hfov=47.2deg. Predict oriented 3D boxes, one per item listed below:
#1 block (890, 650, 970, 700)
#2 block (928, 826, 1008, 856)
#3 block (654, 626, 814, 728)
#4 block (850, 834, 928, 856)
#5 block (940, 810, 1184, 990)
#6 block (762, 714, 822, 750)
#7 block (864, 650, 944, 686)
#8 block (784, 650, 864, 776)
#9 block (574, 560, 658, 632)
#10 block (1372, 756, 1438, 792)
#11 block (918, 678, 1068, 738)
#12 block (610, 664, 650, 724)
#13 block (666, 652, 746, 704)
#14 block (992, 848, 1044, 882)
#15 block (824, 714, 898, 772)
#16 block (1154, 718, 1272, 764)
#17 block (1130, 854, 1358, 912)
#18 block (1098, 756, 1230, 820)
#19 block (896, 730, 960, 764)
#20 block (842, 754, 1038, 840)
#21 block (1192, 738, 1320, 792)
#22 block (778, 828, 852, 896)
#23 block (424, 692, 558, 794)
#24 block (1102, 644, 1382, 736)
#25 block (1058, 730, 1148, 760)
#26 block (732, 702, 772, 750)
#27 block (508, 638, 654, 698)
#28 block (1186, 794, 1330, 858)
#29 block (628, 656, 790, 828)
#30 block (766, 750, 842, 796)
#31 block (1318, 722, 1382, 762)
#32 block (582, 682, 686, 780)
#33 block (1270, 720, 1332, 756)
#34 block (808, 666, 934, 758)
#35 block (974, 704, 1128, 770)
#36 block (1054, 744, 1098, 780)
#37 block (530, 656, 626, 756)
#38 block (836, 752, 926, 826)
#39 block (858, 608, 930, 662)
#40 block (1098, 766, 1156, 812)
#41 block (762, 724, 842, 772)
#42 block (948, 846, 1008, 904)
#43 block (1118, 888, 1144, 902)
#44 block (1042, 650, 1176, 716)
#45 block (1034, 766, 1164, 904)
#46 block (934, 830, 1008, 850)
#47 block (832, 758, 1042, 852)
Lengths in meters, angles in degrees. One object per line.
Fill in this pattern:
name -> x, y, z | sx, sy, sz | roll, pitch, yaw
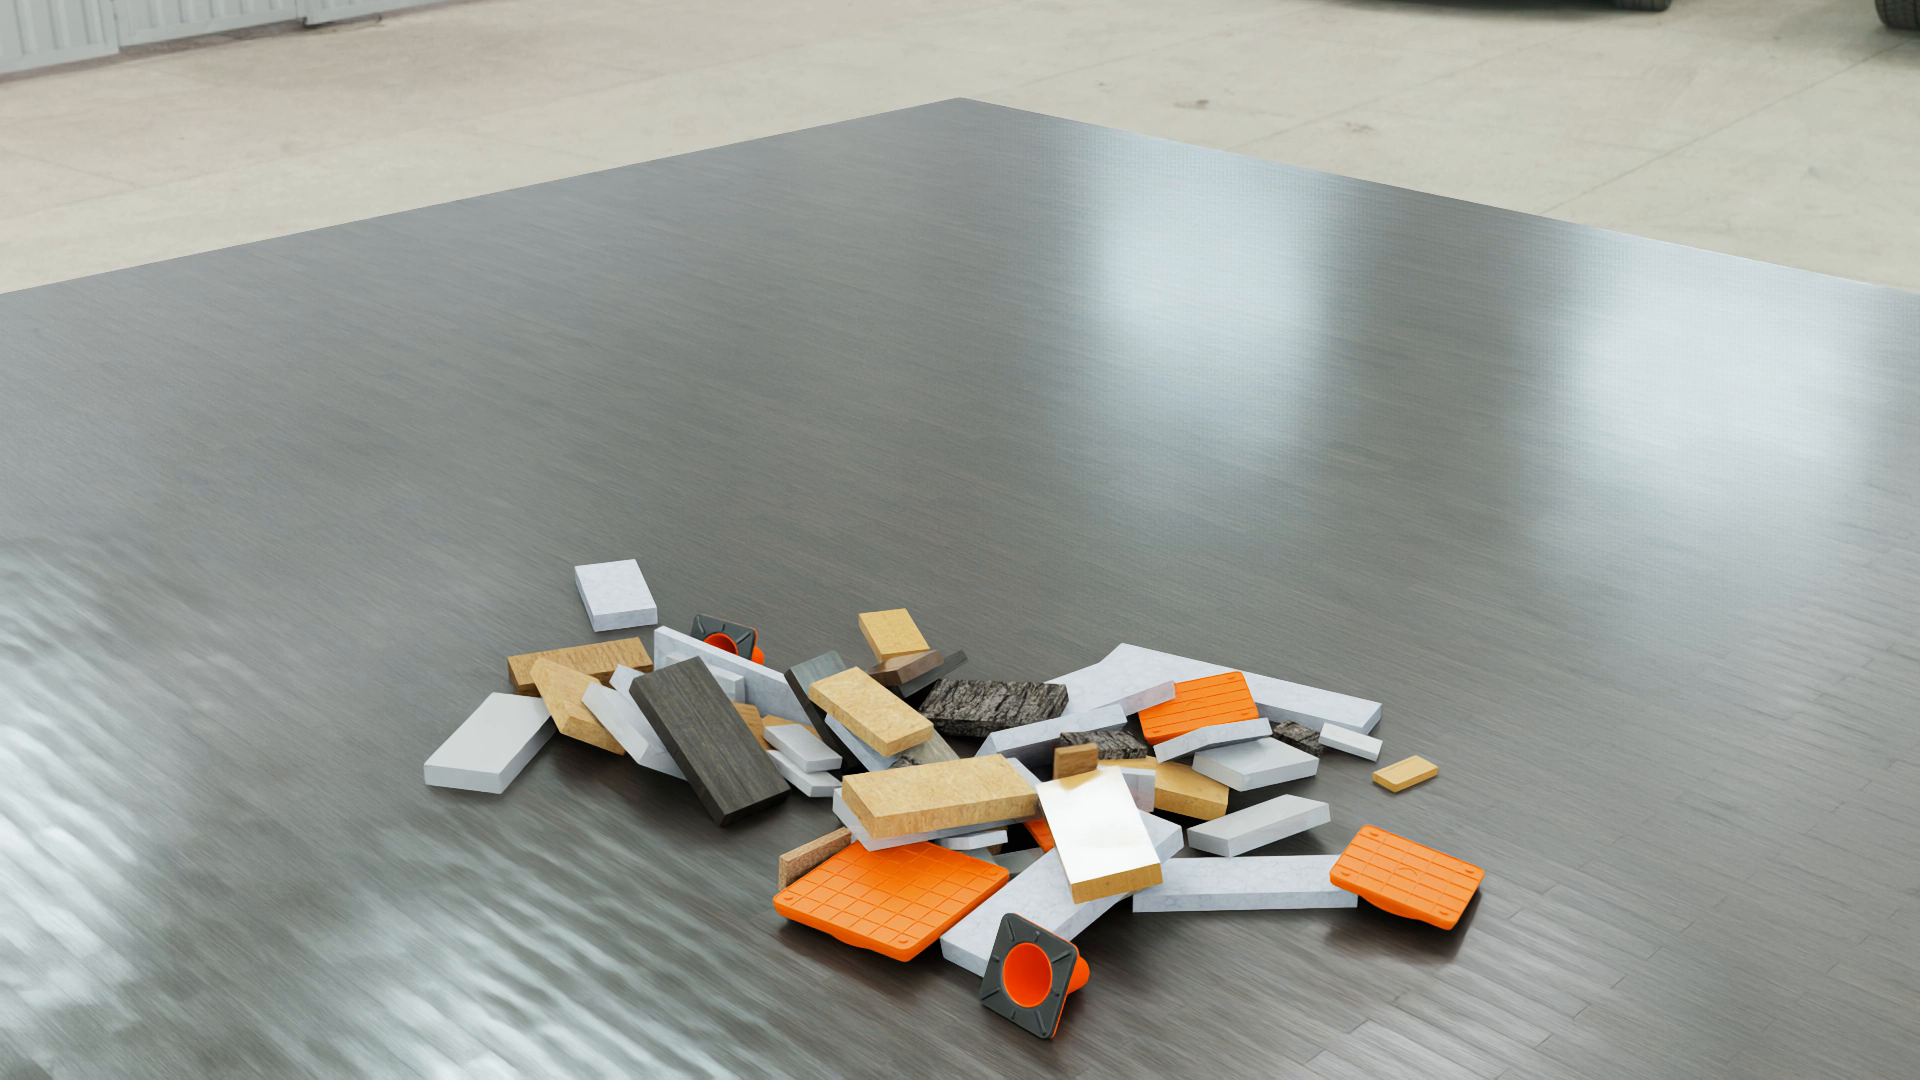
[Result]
block -> -0.093, 0.316, 4.890 | 0.115, 0.033, 0.230 | -33, -4, 43
block -> 0.014, 0.580, 4.320 | 0.146, 0.021, 0.073 | 10, 57, 20
block -> -0.475, 0.315, 4.838 | 0.496, 0.104, 0.029 | 19, 29, 29
block -> -0.140, 0.572, 4.320 | 0.159, 0.023, 0.080 | 6, 61, 8
block -> 0.193, 0.647, 4.054 | 0.166, 0.047, 0.488 | 17, 39, 42
block -> -0.354, 0.432, 4.706 | 0.208, 0.029, 0.104 | 13, 26, 28
block -> -0.141, 0.290, 4.885 | 0.115, 0.033, 0.230 | -25, 5, -30
block -> -0.255, 0.364, 4.658 | 0.126, 0.036, 0.252 | -20, 71, -39
block -> -0.845, 0.134, 5.391 | 0.152, 0.043, 0.304 | -7, 24, -16
block -> 0.930, 0.487, 4.589 | 0.128, 0.018, 0.064 | -16, 28, -33
block -> 0.068, 0.365, 4.758 | 0.301, 0.043, 0.151 | 1, 31, 24
block -> -0.615, 0.373, 4.716 | 0.163, 0.046, 0.326 | 25, 6, -37
block -> -0.562, 0.326, 4.861 | 0.208, 0.104, 0.029 | 17, 28, 34
block -> 0.100, 0.632, 4.245 | 0.146, 0.021, 0.073 | -8, 24, -18
block -> -0.154, 0.429, 4.577 | 0.126, 0.036, 0.252 | -20, 54, -39
block -> 0.526, 0.415, 4.557 | 0.129, 0.036, 0.257 | -26, -15, 35
block -> 0.533, 0.652, 4.178 | 0.423, 0.036, 0.128 | -1, 23, -2
block -> 0.379, 0.488, 4.463 | 0.329, 0.043, 0.151 | 13, 18, 5
block -> -0.055, 0.459, 4.534 | 0.099, 0.028, 0.199 | -20, 56, -39
block -> -0.040, 0.493, 4.245 | 0.337, 0.048, 0.168 | -6, 24, -23
block -> 0.613, 0.463, 4.550 | 0.257, 0.036, 0.129 | -5, 20, -45
block -> -0.277, 0.614, 4.208 | 0.159, 0.080, 0.023 | -20, 36, -39
block -> -0.987, 0.429, 4.688 | 0.168, 0.048, 0.337 | 5, 24, 13
block -> 0.619, 0.337, 4.919 | 0.629, 0.036, 0.129 | 12, 26, 27
block -> 0.293, 0.421, 4.504 | 0.164, 0.023, 0.082 | 1, 21, -29
block -> -0.451, 0.413, 4.647 | 0.087, 0.025, 0.175 | 14, 32, -33
block -> -0.865, 0.294, 5.012 | 0.304, 0.043, 0.152 | -8, 24, -19
block -> 0.590, 0.563, 4.341 | 0.256, 0.036, 0.128 | -14, 10, -30
block -> -0.515, 0.409, 4.508 | 0.163, 0.046, 0.364 | -19, 60, -37
block -> -0.323, 0.483, 4.548 | 0.087, 0.025, 0.175 | 6, 16, -42
block -> 0.833, 0.431, 4.692 | 0.128, 0.018, 0.064 | 18, 27, 12
block -> -0.663, 0.407, 4.639 | 0.163, 0.046, 0.326 | 25, 6, -37
block -> 0.738, 0.426, 4.733 | 0.064, 0.018, 0.128 | -21, 31, -40
block -> -0.186, 0.355, 4.564 | 0.126, 0.036, 0.252 | -19, 39, -38
block -> 0.184, 0.422, 4.582 | 0.302, 0.151, 0.043 | -11, 64, -23
block -> 0.223, 0.479, 4.297 | 0.082, 0.164, 0.023 | -6, 26, -18
block -> -0.824, 0.358, 4.767 | 0.152, 0.043, 0.304 | 25, 10, -30
block -> -0.145, 0.514, 4.421 | 0.199, 0.028, 0.099 | -38, 37, -23
block -> -0.156, 0.229, 5.180 | 0.115, 0.033, 0.230 | -6, 24, -14
block -> 0.305, 0.493, 4.375 | 0.164, 0.082, 0.023 | 4, 22, 7
block -> -0.330, 0.435, 4.606 | 0.087, 0.025, 0.175 | -2, 21, -37
block -> 0.037, 0.635, 4.187 | 0.073, 0.021, 0.146 | -18, 30, -12
block -> 0.234, 0.647, 4.129 | 0.257, 0.036, 0.128 | -22, 30, -20
block -> 0.285, 0.345, 4.824 | 0.332, 0.047, 0.166 | -18, 28, -18
block -> 0.257, 0.547, 4.116 | 0.166, 0.047, 0.332 | -13, 28, -4
block -> 0.020, 0.574, 4.207 | 0.080, 0.023, 0.159 | -7, -4, -26
block -> -0.031, 0.516, 4.318 | 0.402, 0.048, 0.168 | -7, 24, -26
